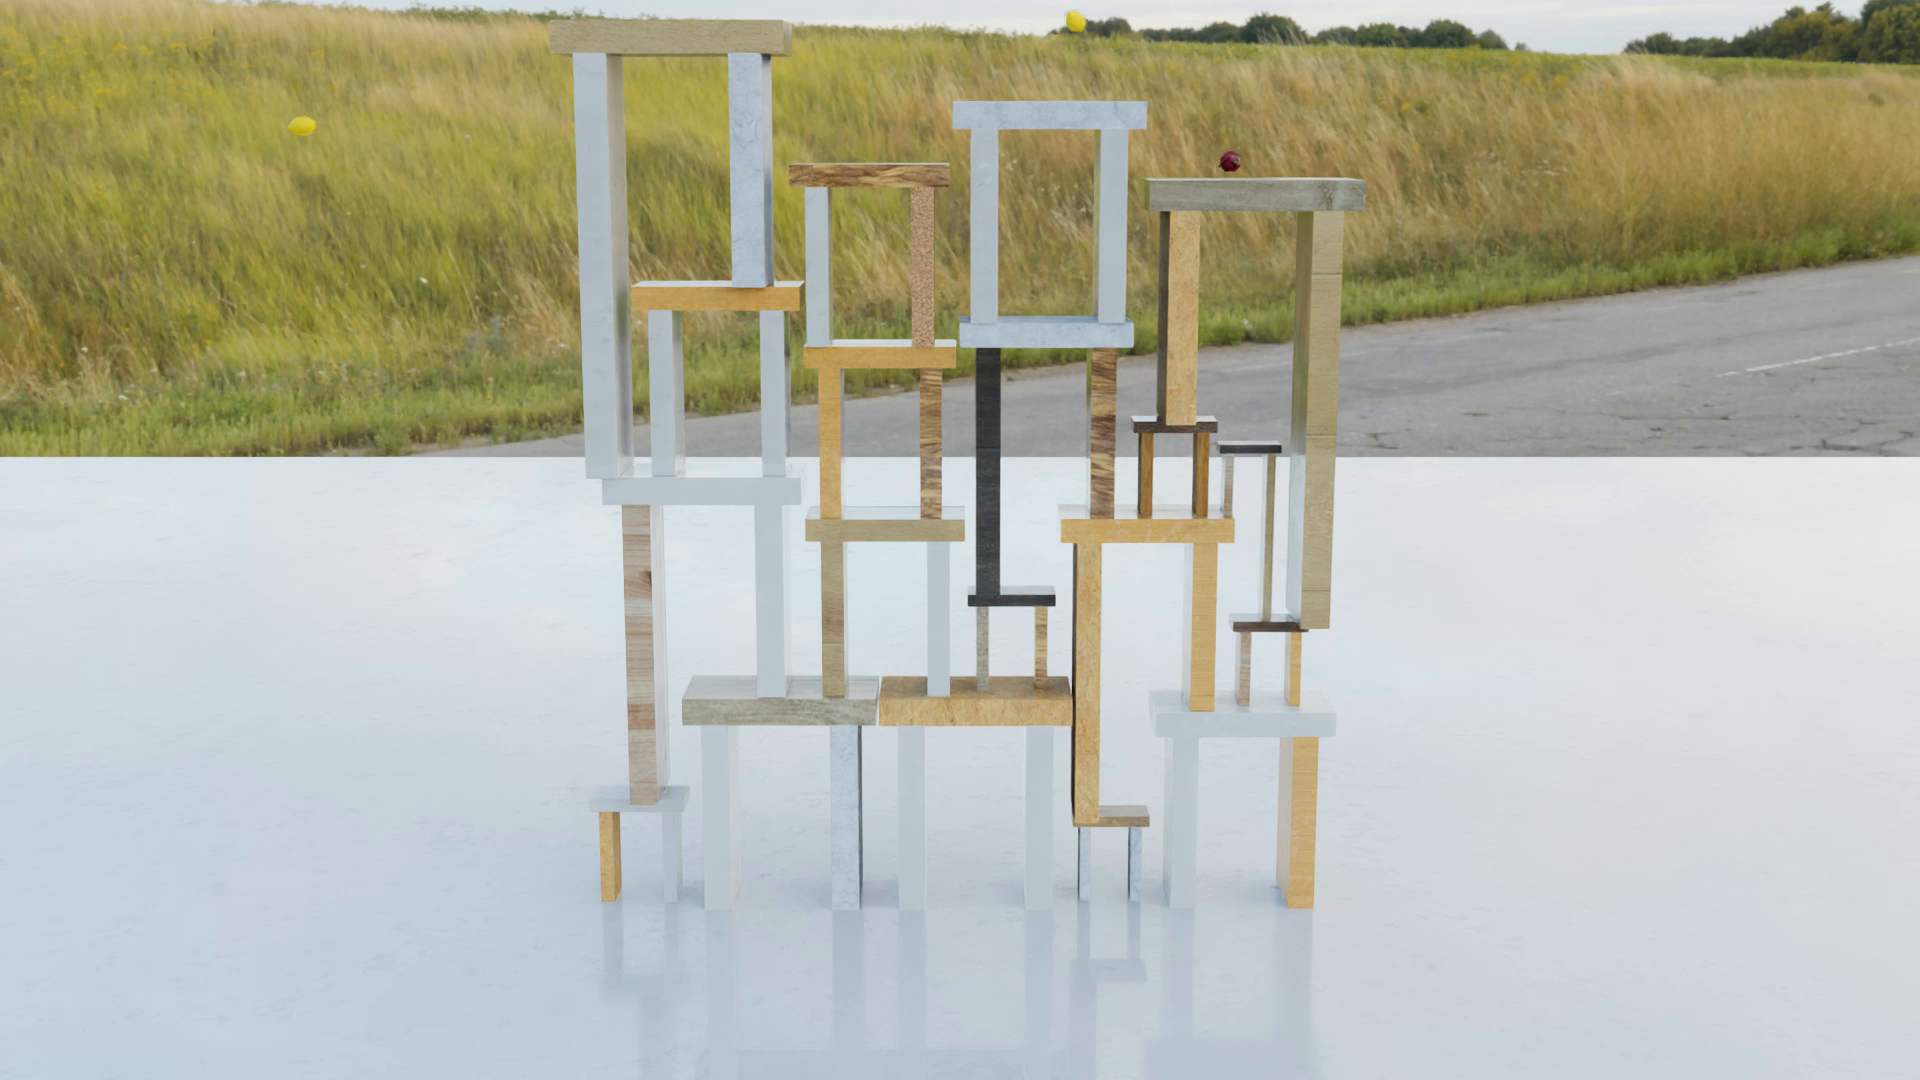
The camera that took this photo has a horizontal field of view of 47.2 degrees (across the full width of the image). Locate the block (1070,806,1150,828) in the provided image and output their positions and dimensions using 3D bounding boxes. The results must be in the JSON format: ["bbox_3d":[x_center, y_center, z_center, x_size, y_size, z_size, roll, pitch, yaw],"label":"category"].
[{"bbox_3d":[0.248,0.457,3.644,0.126,0.018,0.063,0,11,0],"label":"block"}]

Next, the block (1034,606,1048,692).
[{"bbox_3d":[0.131,0.171,3.596,0.020,0.142,0.071,0,11,0],"label":"block"}]

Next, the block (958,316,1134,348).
[{"bbox_3d":[0.135,-0.332,3.499,0.272,0.039,0.136,0,11,0],"label":"block"}]

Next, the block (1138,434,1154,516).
[{"bbox_3d":[0.298,-0.110,3.536,0.019,0.133,0.067,0,11,0],"label":"block"}]

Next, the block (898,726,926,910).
[{"bbox_3d":[-0.078,0.438,3.638,0.044,0.311,0.155,0,11,0],"label":"block"}]

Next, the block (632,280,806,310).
[{"bbox_3d":[-0.381,-0.388,3.491,0.262,0.037,0.131,0,11,0],"label":"block"}]

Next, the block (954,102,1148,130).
[{"bbox_3d":[0.138,-0.664,3.439,0.297,0.042,0.148,0,11,0],"label":"block"}]

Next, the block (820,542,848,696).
[{"bbox_3d":[-0.204,0.116,3.580,0.036,0.254,0.127,0,11,0],"label":"block"}]

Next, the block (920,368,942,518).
[{"bbox_3d":[-0.046,-0.163,3.534,0.034,0.239,0.120,0,11,0],"label":"block"}]

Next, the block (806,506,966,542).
[{"bbox_3d":[-0.119,-0.027,3.553,0.254,0.036,0.127,0,11,0],"label":"block"}]

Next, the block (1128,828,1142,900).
[{"bbox_3d":[0.291,0.528,3.657,0.018,0.126,0.063,0,11,0],"label":"block"}]

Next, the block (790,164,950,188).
[{"bbox_3d":[-0.140,-0.573,3.452,0.247,0.035,0.123,0,11,0],"label":"block"}]

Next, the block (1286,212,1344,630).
[{"bbox_3d":[0.566,-0.197,3.522,0.047,0.658,0.166,0,11,0],"label":"block"}]

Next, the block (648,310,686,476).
[{"bbox_3d":[-0.468,-0.241,3.518,0.037,0.262,0.131,0,11,0],"label":"block"}]

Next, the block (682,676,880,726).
[{"bbox_3d":[-0.291,0.262,3.607,0.311,0.044,0.156,0,11,0],"label":"block"}]

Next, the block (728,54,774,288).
[{"bbox_3d":[-0.327,-0.580,3.455,0.050,0.354,0.177,0,11,0],"label":"block"}]

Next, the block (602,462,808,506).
[{"bbox_3d":[-0.408,-0.091,3.547,0.314,0.044,0.157,0,11,0],"label":"block"}]

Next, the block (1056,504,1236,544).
[{"bbox_3d":[0.298,-0.027,3.559,0.276,0.039,0.138,0,11,0],"label":"block"}]

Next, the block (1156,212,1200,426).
[{"bbox_3d":[0.346,-0.358,3.492,0.047,0.331,0.166,0,11,0],"label":"block"}]

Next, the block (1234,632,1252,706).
[{"bbox_3d":[0.463,0.204,3.596,0.017,0.123,0.062,0,11,0],"label":"block"}]

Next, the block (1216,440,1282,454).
[{"bbox_3d":[0.464,-0.149,3.534,0.098,0.014,0.049,0,11,0],"label":"block"}]

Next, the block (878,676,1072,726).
[{"bbox_3d":[0.025,0.264,3.606,0.311,0.044,0.155,0,11,0],"label":"block"}]

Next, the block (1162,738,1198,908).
[{"bbox_3d":[0.365,0.448,3.643,0.041,0.290,0.145,0,11,0],"label":"block"}]

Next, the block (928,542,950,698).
[{"bbox_3d":[-0.034,0.116,3.580,0.036,0.255,0.127,0,11,0],"label":"block"}]

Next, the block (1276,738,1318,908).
[{"bbox_3d":[0.558,0.448,3.643,0.041,0.290,0.145,0,11,0],"label":"block"}]

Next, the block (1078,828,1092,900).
[{"bbox_3d":[0.207,0.528,3.657,0.018,0.126,0.063,0,11,0],"label":"block"}]

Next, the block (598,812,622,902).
[{"bbox_3d":[-0.580,0.514,3.652,0.022,0.155,0.077,0,11,0],"label":"block"}]

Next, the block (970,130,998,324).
[{"bbox_3d":[0.037,-0.497,3.470,0.042,0.297,0.148,0,11,0],"label":"block"}]

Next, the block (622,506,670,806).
[{"bbox_3d":[-0.513,0.173,3.596,0.044,0.493,0.157,0,11,0],"label":"block"}]

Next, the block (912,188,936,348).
[{"bbox_3d":[-0.058,-0.434,3.477,0.035,0.247,0.123,0,11,0],"label":"block"}]

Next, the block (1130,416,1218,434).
[{"bbox_3d":[0.342,-0.185,3.522,0.133,0.019,0.067,0,11,0],"label":"block"}]

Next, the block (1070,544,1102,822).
[{"bbox_3d":[0.206,0.220,3.605,0.039,0.463,0.138,0,11,0],"label":"block"}]

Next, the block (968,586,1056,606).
[{"bbox_3d":[0.083,0.091,3.579,0.142,0.020,0.071,0,11,0],"label":"block"}]

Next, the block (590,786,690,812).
[{"bbox_3d":[-0.529,0.428,3.636,0.155,0.022,0.077,0,11,0],"label":"block"}]

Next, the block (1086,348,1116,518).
[{"bbox_3d":[0.226,-0.179,3.528,0.039,0.272,0.136,0,11,0],"label":"block"}]

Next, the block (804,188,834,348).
[{"bbox_3d":[-0.222,-0.434,3.478,0.035,0.247,0.123,0,11,0],"label":"block"}]

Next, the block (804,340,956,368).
[{"bbox_3d":[-0.126,-0.297,3.509,0.239,0.034,0.120,0,11,0],"label":"block"}]

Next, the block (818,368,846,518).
[{"bbox_3d":[-0.206,-0.163,3.533,0.034,0.239,0.120,0,11,0],"label":"block"}]

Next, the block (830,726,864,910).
[{"bbox_3d":[-0.187,0.437,3.640,0.044,0.311,0.156,0,11,0],"label":"block"}]

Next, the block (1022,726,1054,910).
[{"bbox_3d":[0.129,0.438,3.638,0.044,0.311,0.155,0,11,0],"label":"block"}]

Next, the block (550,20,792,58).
[{"bbox_3d":[-0.444,-0.779,3.418,0.354,0.050,0.177,0,11,0],"label":"block"}]

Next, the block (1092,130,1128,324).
[{"bbox_3d":[0.236,-0.497,3.470,0.042,0.297,0.149,0,11,0],"label":"block"}]

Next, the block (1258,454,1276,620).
[{"bbox_3d":[0.497,-0.009,3.563,0.014,0.273,0.049,0,11,-1],"label":"block"}]

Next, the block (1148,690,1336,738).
[{"bbox_3d":[0.461,0.285,3.612,0.290,0.041,0.145,0,11,0],"label":"block"}]

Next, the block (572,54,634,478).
[{"bbox_3d":[-0.563,-0.434,3.482,0.050,0.653,0.177,0,11,0],"label":"block"}]

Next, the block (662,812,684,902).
[{"bbox_3d":[-0.477,0.514,3.652,0.022,0.155,0.077,0,11,0],"label":"block"}]

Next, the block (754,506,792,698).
[{"bbox_3d":[-0.303,0.085,3.580,0.044,0.314,0.157,0,11,0],"label":"block"}]

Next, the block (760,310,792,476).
[{"bbox_3d":[-0.294,-0.241,3.518,0.037,0.262,0.131,0,11,0],"label":"block"}]

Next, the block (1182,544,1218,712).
[{"bbox_3d":[0.390,0.128,3.588,0.039,0.276,0.138,0,11,0],"label":"block"}]

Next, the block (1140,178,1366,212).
[{"bbox_3d":[0.457,-0.543,3.458,0.331,0.047,0.166,0,11,0],"label":"block"}]

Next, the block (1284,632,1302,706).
[{"bbox_3d":[0.544,0.204,3.596,0.017,0.123,0.062,0,11,0],"label":"block"}]

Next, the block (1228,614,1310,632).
[{"bbox_3d":[0.503,0.135,3.584,0.123,0.017,0.062,0,11,0],"label":"block"}]

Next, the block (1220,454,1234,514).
[{"bbox_3d":[0.431,-0.094,3.545,0.014,0.098,0.049,1,11,0],"label":"block"}]

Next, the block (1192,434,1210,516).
[{"bbox_3d":[0.387,-0.110,3.536,0.019,0.133,0.067,0,11,0],"label":"block"}]

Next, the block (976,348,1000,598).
[{"bbox_3d":[0.044,-0.116,3.539,0.039,0.401,0.136,0,11,0],"label":"block"}]

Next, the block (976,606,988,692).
[{"bbox_3d":[0.036,0.171,3.597,0.020,0.142,0.071,0,11,0],"label":"block"}]

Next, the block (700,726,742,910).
[{"bbox_3d":[-0.395,0.437,3.640,0.044,0.311,0.156,0,11,0],"label":"block"}]
